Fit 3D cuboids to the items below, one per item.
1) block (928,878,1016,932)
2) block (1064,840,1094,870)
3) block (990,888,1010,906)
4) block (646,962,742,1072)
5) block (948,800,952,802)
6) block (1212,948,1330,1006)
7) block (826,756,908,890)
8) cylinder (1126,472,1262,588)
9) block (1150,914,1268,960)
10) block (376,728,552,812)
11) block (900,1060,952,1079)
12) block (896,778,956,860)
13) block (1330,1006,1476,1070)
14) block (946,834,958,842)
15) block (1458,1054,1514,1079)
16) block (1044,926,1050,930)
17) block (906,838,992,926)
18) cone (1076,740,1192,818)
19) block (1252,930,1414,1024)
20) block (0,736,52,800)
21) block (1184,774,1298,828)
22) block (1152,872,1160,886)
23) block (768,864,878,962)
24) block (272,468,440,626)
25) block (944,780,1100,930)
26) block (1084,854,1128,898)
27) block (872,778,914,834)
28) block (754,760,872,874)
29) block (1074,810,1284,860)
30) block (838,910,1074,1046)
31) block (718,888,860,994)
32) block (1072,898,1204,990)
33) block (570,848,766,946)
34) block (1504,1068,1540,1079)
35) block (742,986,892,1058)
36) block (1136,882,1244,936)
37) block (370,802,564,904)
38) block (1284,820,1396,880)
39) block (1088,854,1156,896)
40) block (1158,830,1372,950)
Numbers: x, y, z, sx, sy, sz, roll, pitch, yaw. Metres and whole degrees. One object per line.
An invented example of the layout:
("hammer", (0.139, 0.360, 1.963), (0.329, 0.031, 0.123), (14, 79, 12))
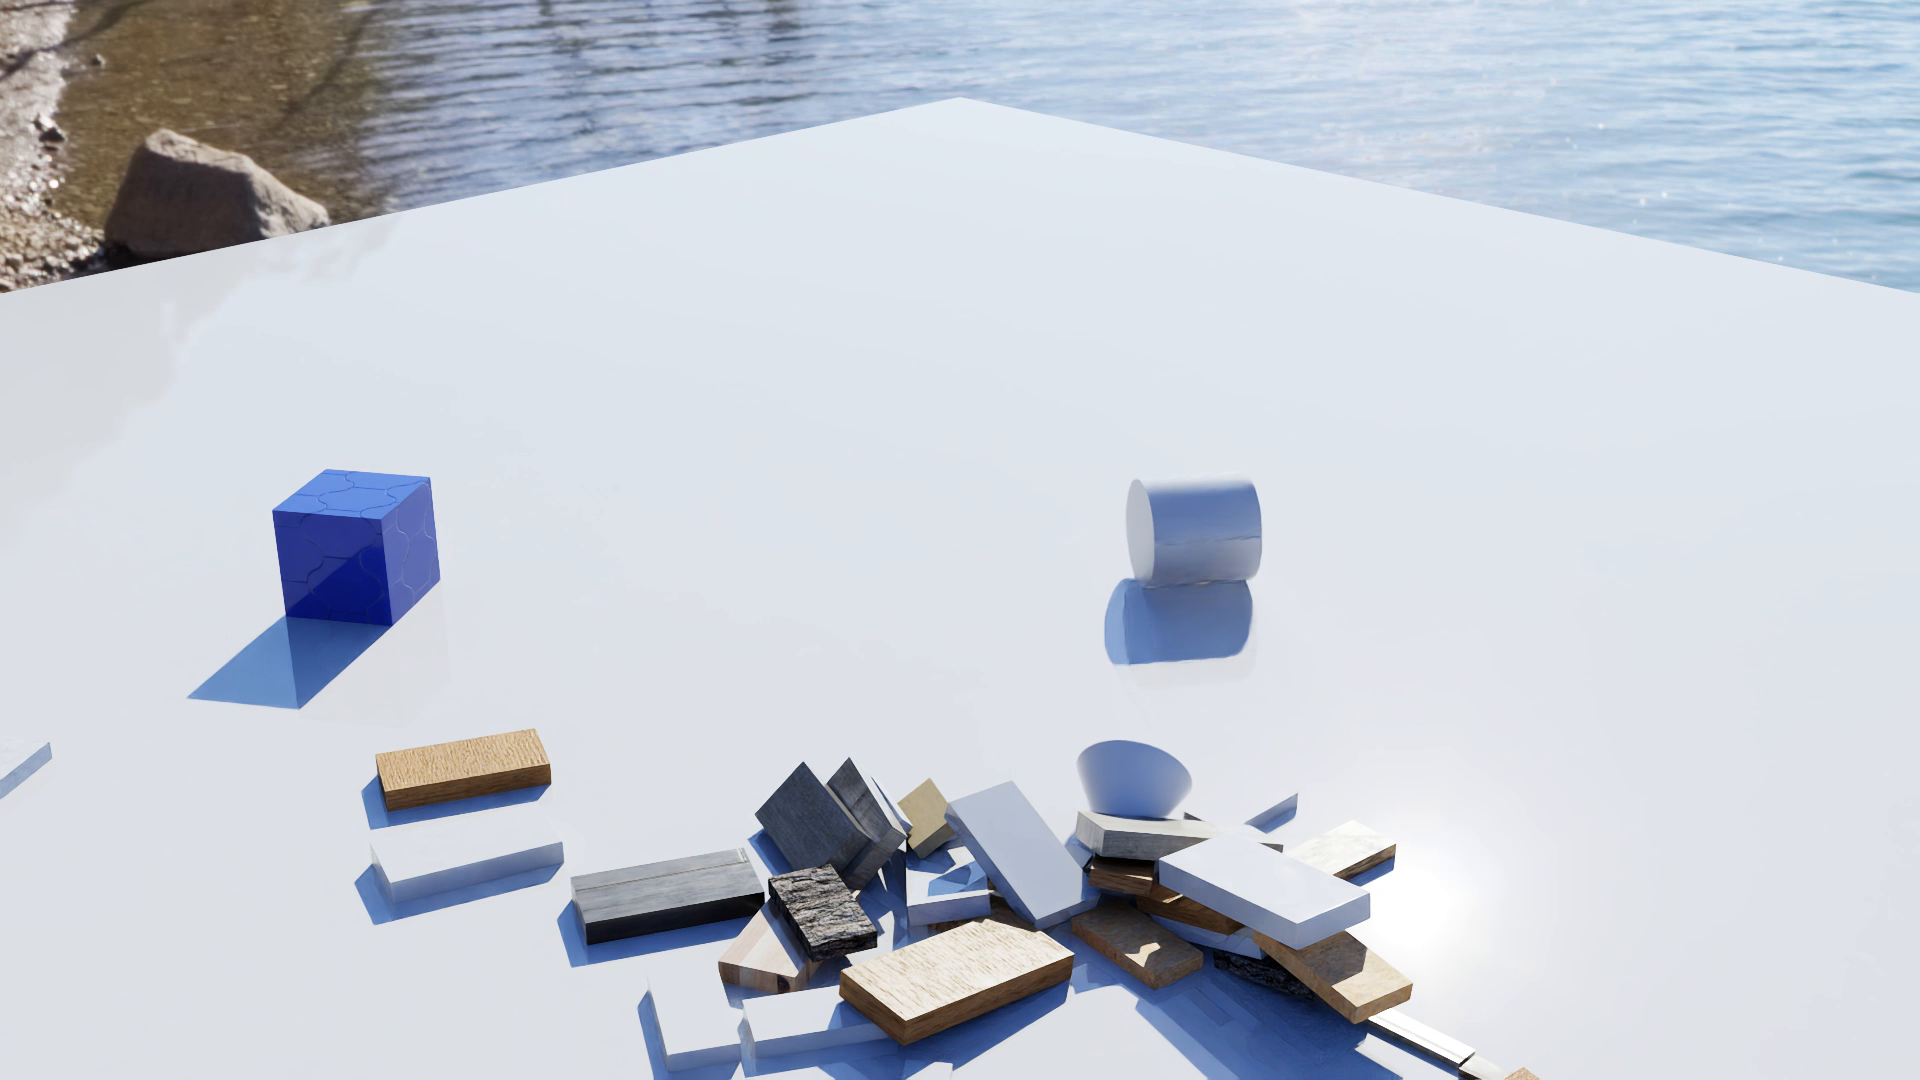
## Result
("block", (0.056, 0.679, 4.119), (0.115, 0.033, 0.230), (17, 28, 34))
("block", (0.198, 0.622, 4.136), (0.054, 0.015, 0.107), (27, 62, 24))
("block", (0.106, 0.652, 4.122), (0.054, 0.015, 0.107), (12, 26, 26))
("block", (-0.460, 0.819, 3.786), (0.123, 0.035, 0.247), (-6, 24, -14))
("block", (-0.025, 0.537, 4.320), (0.061, 0.017, 0.121), (-13, 10, -25))
("block", (0.588, 0.748, 3.891), (0.130, 0.037, 0.259), (-20, 19, -38))
("block", (-0.207, 0.552, 4.287), (0.041, 0.145, 0.291), (38, 5, -29))
("cylinder", (0.580, -0.025, 5.472), (0.272, 0.272, 0.272), (-4, 23, -10))
("block", (0.487, 0.695, 3.996), (0.130, 0.037, 0.259), (-20, 16, -39))
("block", (-1.034, 0.476, 4.577), (0.335, 0.047, 0.167), (-8, 24, -19))
("block", (-0.067, 0.923, 3.556), (0.078, 0.022, 0.235), (3, 23, 7))
("block", (-0.066, 0.540, 4.273), (0.104, 0.030, 0.209), (-38, 20, -3))
("block", (0.707, 0.818, 3.814), (0.399, 0.015, 0.051), (21, 31, 40))
("block", (-0.021, 0.559, 4.287), (0.061, 0.017, 0.121), (-10, 10, -9))
("block", (0.884, 0.891, 3.642), (0.103, 0.015, 0.051), (20, 30, 39))
("block", (0.165, 0.691, 4.114), (0.054, 0.015, 0.107), (14, 27, 29))
("block", (-0.024, 0.632, 4.147), (0.149, 0.042, 0.299), (-8, 16, 0))
("cone", (0.319, 0.557, 4.313), (0.235, 0.235, 0.235), (6, 50, 14))
("block", (0.639, 0.725, 3.783), (0.130, 0.037, 0.259), (-14, 32, -32))
("block", (-2.028, 0.494, 4.544), (0.145, 0.041, 0.291), (5, 23, 11))
("block", (0.568, 0.543, 4.441), (0.225, 0.032, 0.112), (-21, 31, -40))
("block", (0.447, 0.642, 4.220), (0.157, 0.022, 0.078), (-19, 29, -37))
("block", (-0.252, 0.678, 4.010), (0.123, 0.035, 0.247), (-9, 25, -21))
("block", (-1.468, 0.015, 5.370), (0.278, 0.278, 0.278), (5, 23, 11))
("block", (0.114, 0.588, 4.103), (0.149, 0.042, 0.299), (-15, 50, -32))
("block", (0.228, 0.628, 4.196), (0.209, 0.030, 0.104), (12, 13, 16))
("block", (-0.166, 0.552, 4.315), (0.030, 0.104, 0.209), (38, 2, -26))
("block", (-0.290, 0.558, 4.282), (0.145, 0.041, 0.291), (-48, 33, -1))
("block", (0.415, 0.572, 4.184), (0.355, 0.050, 0.177), (6, 3, -13))
("block", (-0.003, 0.760, 3.849), (0.387, 0.050, 0.177), (-13, 28, -39))
("block", (-0.308, 0.720, 4.010), (0.149, 0.042, 0.299), (8, 24, 18))
("block", (0.320, 0.732, 3.995), (0.115, 0.033, 0.230), (-16, 28, -34))
("block", (-0.549, 0.667, 4.129), (0.335, 0.047, 0.167), (-8, 24, -17))
("block", (0.942, 0.905, 3.586), (0.051, 0.015, 0.103), (-17, 38, -37))
("block", (-0.241, 0.822, 3.779), (0.247, 0.035, 0.123), (-6, 24, -14))
("block", (0.443, 0.663, 4.014), (0.115, 0.033, 0.230), (-19, 16, -37))
("block", (-0.957, 0.606, 4.271), (0.335, 0.047, 0.167), (-11, 25, -25))
("block", (0.729, 0.615, 4.269), (0.225, 0.032, 0.113), (-18, 29, -35))
("block", (0.307, 0.614, 4.132), (0.113, 0.032, 0.225), (10, 8, 6))
("block", (0.539, 0.619, 3.913), (0.177, 0.050, 0.355), (-15, 20, -33))
